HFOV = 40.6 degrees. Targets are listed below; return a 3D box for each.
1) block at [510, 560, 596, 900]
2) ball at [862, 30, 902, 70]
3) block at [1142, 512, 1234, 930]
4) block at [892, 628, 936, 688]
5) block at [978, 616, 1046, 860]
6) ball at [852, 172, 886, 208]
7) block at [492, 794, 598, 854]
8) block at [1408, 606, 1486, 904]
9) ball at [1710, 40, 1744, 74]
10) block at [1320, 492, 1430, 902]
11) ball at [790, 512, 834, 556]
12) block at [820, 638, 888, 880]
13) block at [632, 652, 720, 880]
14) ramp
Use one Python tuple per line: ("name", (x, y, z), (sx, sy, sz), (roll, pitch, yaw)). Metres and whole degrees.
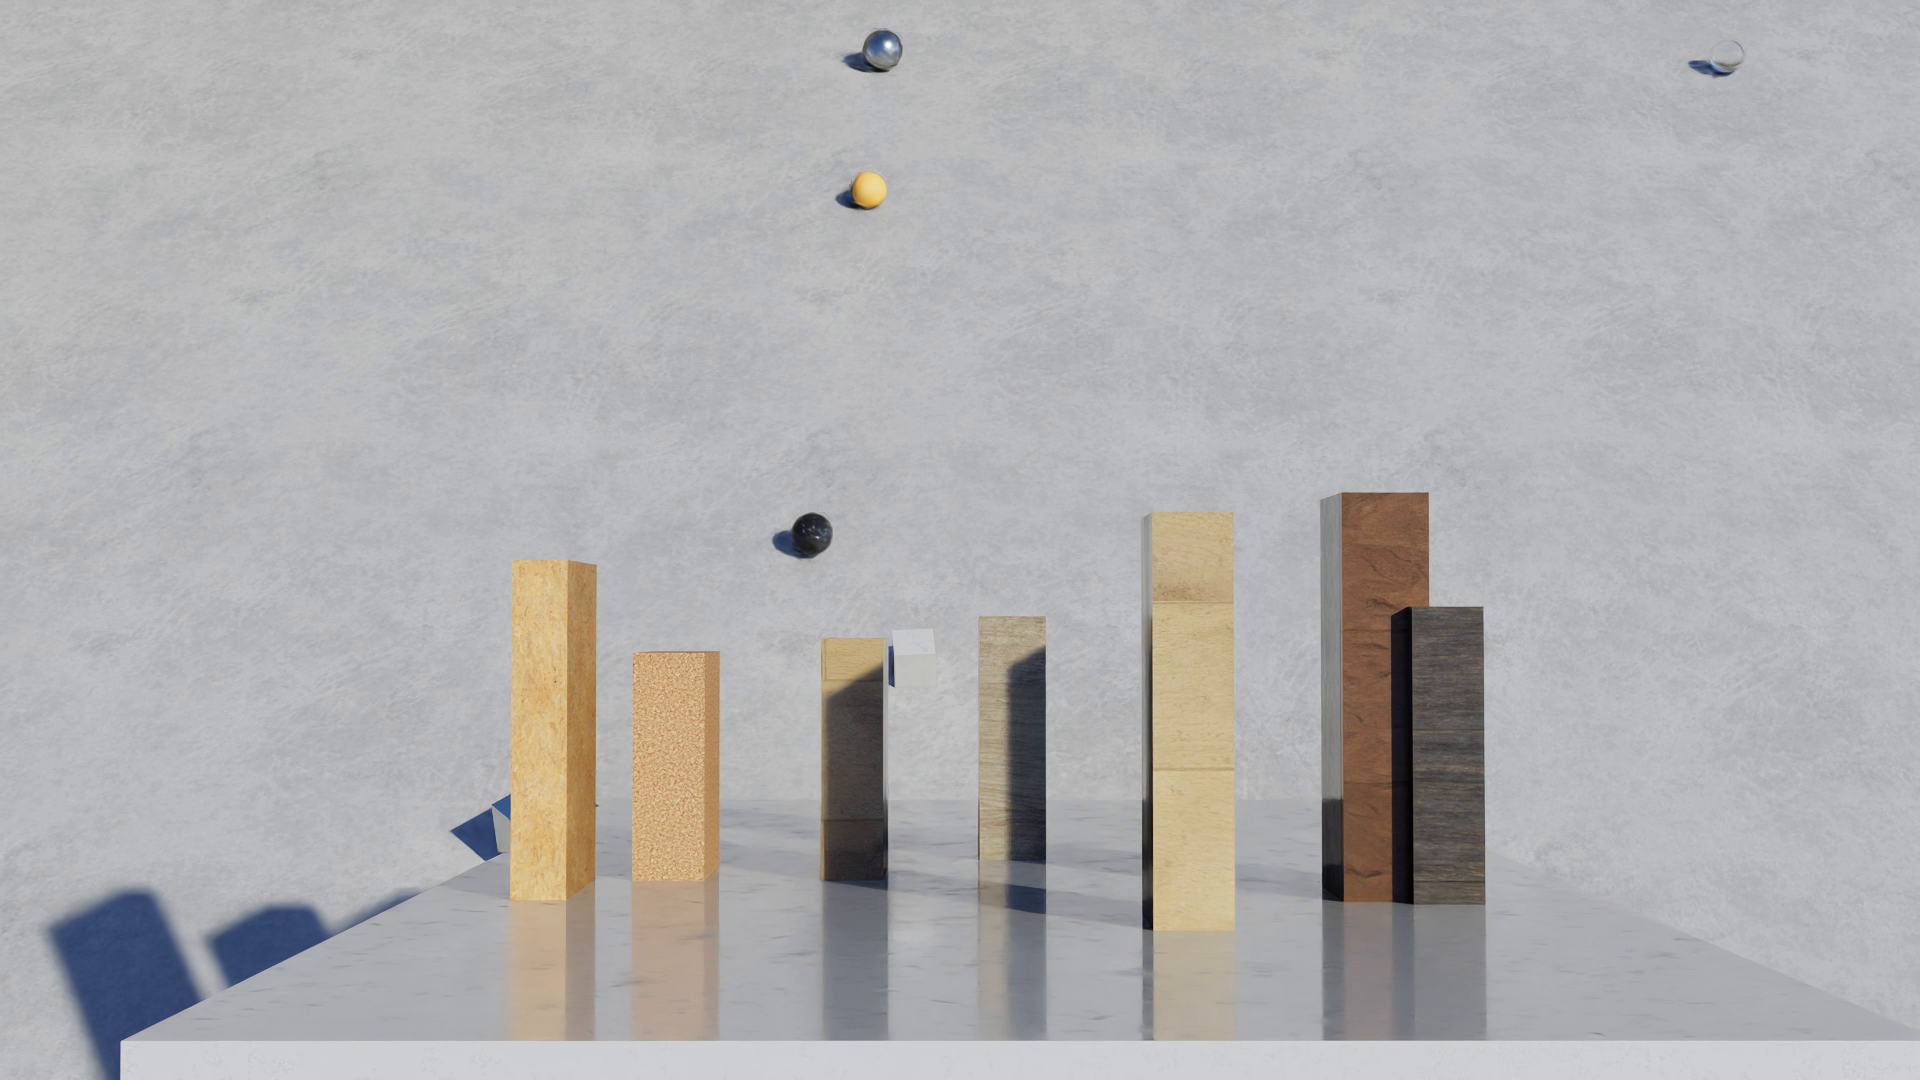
("block", (-0.704, 0.323, 4.517), (0.093, 0.568, 0.349), (0, -2, 0))
("ball", (-0.317, -2.006, 10.638), (0.164, 0.164, 0.164), (0, 35, 0))
("block", (0.351, 0.276, 4.026), (0.122, 0.628, 0.241), (0, -2, 0))
("block", (-0.131, 0.335, 7.382), (0.116, 0.116, 0.116), (-2, 35, -4))
("block", (0.103, 0.394, 5.283), (0.130, 0.477, 0.395), (0, -2, 0))
("ball", (-0.339, -1.303, 9.677), (0.131, 0.131, 0.131), (0, 35, 0))
("block", (-1.062, 0.761, 6.713), (0.197, 0.197, 0.197), (-29, 44, -34))
("block", (0.802, 0.358, 4.401), (0.118, 0.489, 0.272), (0, -2, 0))
("ball", (3.137, -1.975, 10.619), (0.137, 0.137, 0.137), (0, 35, 0))
("block", (0.707, 0.264, 4.439), (0.145, 0.679, 0.258), (0, -2, 0))
("ball", (-0.448, -0.018, 7.869), (0.129, 0.129, 0.129), (0, 35, 0))
("block", (-0.194, 0.400, 4.834), (0.112, 0.434, 0.320), (0, -2, 0))
("block", (-0.524, 0.412, 4.813), (0.129, 0.409, 0.293), (0, -2, 0))
("ramp", (0.078, 0.668, 4.851), (2.000, 0.100, 4.000), (0, -2, 0))
